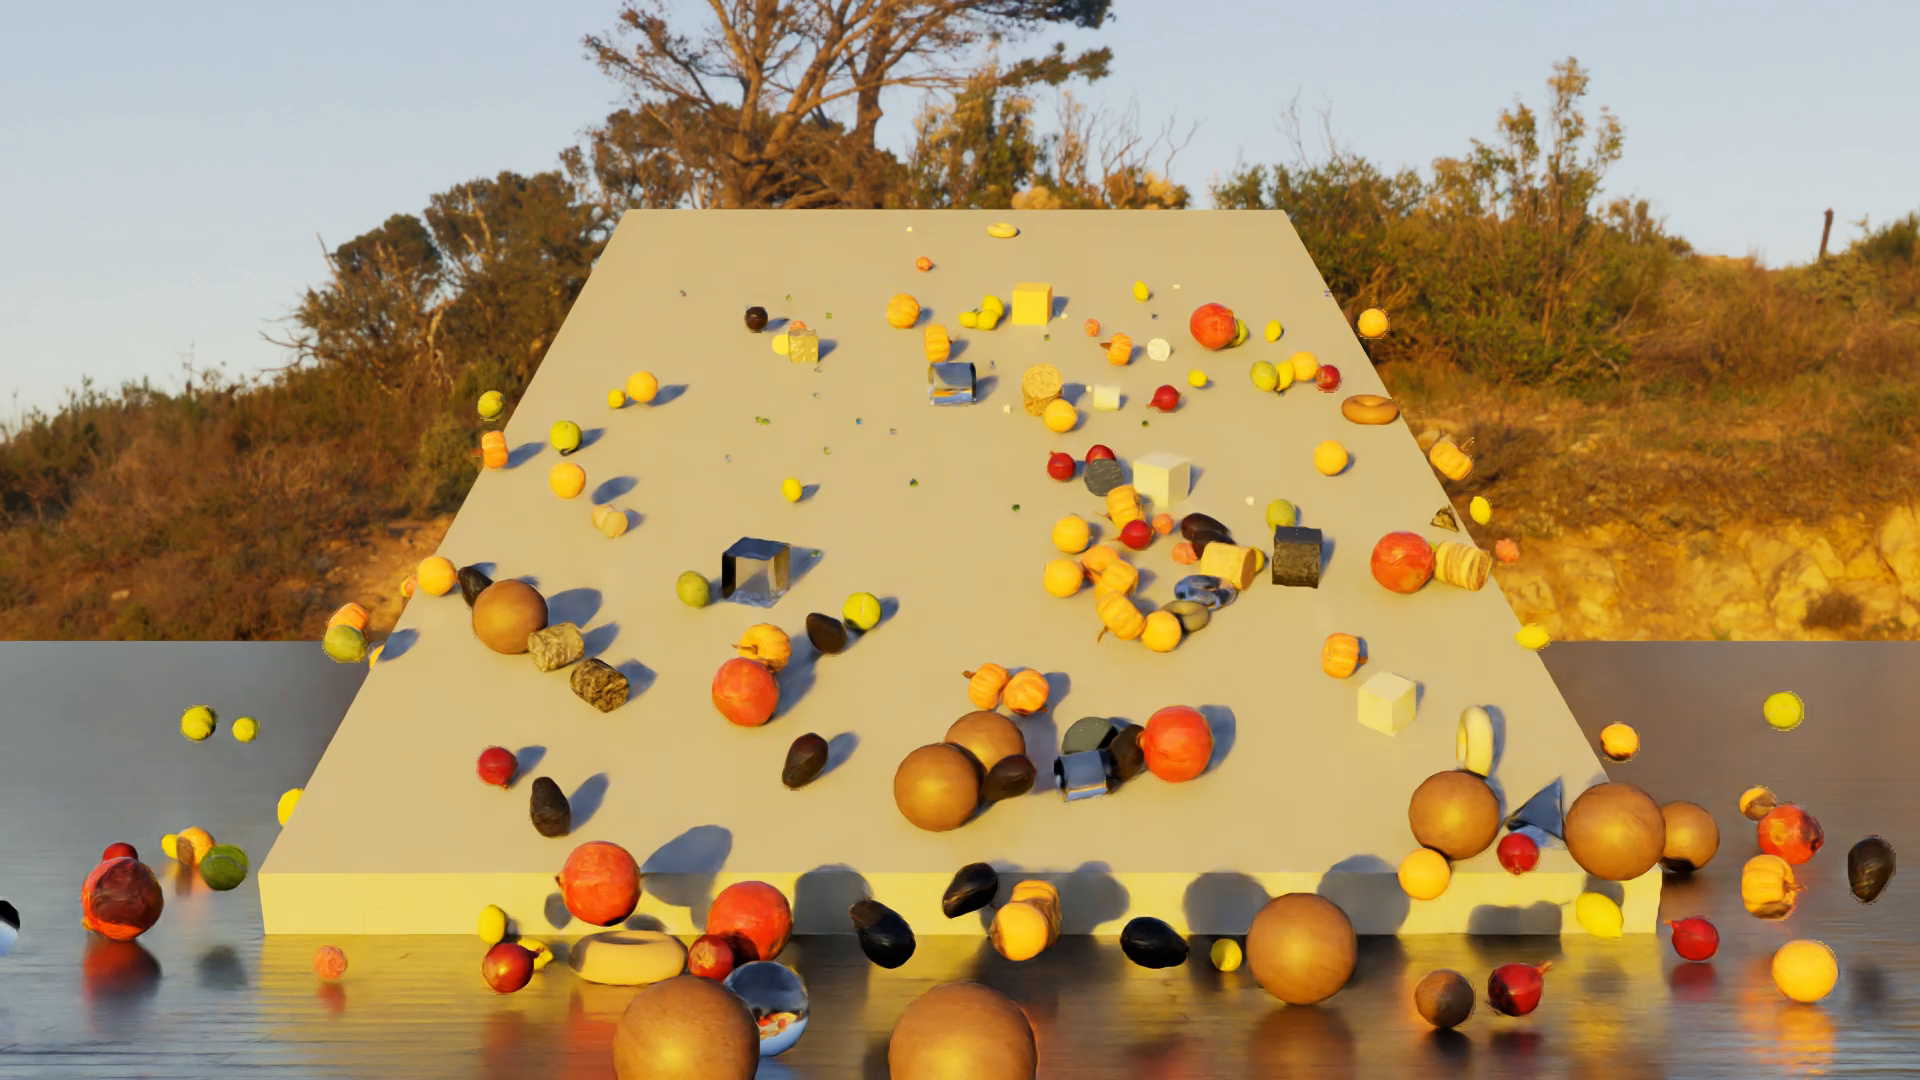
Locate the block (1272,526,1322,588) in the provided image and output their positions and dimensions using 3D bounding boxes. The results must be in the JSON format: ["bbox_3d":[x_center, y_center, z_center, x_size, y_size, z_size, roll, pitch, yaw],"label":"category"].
[{"bbox_3d":[0.627,0.031,4.264,0.085,0.085,0.085,4,22,10],"label":"block"}]

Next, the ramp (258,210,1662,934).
[{"bbox_3d":[-0.006,-0.219,5.139,2.000,0.100,4.000,0,22,0],"label":"ramp"}]

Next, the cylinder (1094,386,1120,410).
[{"bbox_3d":[0.333,-0.321,5.184,0.055,0.055,0.055,3,-2,7],"label":"cylinder"}]

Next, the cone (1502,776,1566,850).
[{"bbox_3d":[0.843,0.381,3.293,0.096,0.096,0.096,25,-16,7],"label":"cone"}]

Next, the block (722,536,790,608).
[{"bbox_3d":[-0.371,0.059,4.178,0.093,0.093,0.093,8,23,18],"label":"block"}]

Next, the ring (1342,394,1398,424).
[{"bbox_3d":[0.918,-0.292,5.134,0.128,0.043,0.128,1,21,0],"label":"ring"}]

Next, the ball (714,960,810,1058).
[{"bbox_3d":[-0.202,0.479,2.342,0.098,0.098,0.098,0,-2,0],"label":"ball"}]

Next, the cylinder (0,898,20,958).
[{"bbox_3d":[-1.239,0.475,2.860,0.088,0.088,0.088,18,8,33],"label":"cylinder"}]

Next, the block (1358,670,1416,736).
[{"bbox_3d":[0.688,0.262,3.690,0.066,0.066,0.066,23,41,39],"label":"block"}]

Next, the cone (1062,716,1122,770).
[{"bbox_3d":[0.194,0.325,3.582,0.095,0.095,0.095,1,-5,-12],"label":"cone"}]

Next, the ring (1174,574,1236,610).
[{"bbox_3d":[0.444,0.094,4.169,0.113,0.038,0.113,1,21,0],"label":"ring"}]

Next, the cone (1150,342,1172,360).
[{"bbox_3d":[0.476,-0.458,5.570,0.057,0.057,0.057,1,16,-20],"label":"cone"}]

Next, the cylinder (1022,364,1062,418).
[{"bbox_3d":[0.184,-0.333,5.102,0.089,0.089,0.089,0,-26,3],"label":"cylinder"}]

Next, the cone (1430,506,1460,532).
[{"bbox_3d":[0.963,-0.031,4.503,0.053,0.053,0.053,46,22,25],"label":"cone"}]

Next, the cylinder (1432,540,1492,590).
[{"bbox_3d":[0.927,0.046,4.235,0.079,0.079,0.079,19,11,39],"label":"cylinder"}]

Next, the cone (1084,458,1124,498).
[{"bbox_3d":[0.288,-0.124,4.717,0.081,0.081,0.081,0,-5,-7],"label":"cone"}]

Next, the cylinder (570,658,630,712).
[{"bbox_3d":[-0.591,0.237,3.760,0.070,0.070,0.070,2,16,-41],"label":"cylinder"}]

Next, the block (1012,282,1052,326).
[{"bbox_3d":[0.185,-0.603,5.851,0.087,0.087,0.087,4,22,11],"label":"block"}]

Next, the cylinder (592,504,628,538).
[{"bbox_3d":[-0.684,-0.038,4.474,0.052,0.052,0.052,2,17,-37],"label":"cylinder"}]

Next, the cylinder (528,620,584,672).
[{"bbox_3d":[-0.686,0.181,3.893,0.070,0.070,0.070,-21,10,-33],"label":"cylinder"}]

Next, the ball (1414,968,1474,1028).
[{"bbox_3d":[0.532,0.503,2.518,0.064,0.064,0.064,0,-2,0],"label":"ball"}]

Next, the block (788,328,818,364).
[{"bbox_3d":[-0.379,-0.469,5.540,0.065,0.065,0.065,-4,22,-9],"label":"block"}]

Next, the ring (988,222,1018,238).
[{"bbox_3d":[0.123,-0.903,6.682,0.088,0.029,0.088,3,23,-1],"label":"ring"}]

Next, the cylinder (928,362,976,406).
[{"bbox_3d":[-0.018,-0.355,5.212,0.096,0.096,0.096,-3,-2,-11],"label":"cylinder"}]

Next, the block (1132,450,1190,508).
[{"bbox_3d":[0.409,-0.124,4.654,0.083,0.083,0.083,16,26,34],"label":"block"}]

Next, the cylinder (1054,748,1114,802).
[{"bbox_3d":[0.186,0.355,3.454,0.070,0.070,0.070,-10,0,-13],"label":"cylinder"}]

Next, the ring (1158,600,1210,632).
[{"bbox_3d":[0.397,0.136,4.072,0.094,0.031,0.094,-3,24,1],"label":"ring"}]

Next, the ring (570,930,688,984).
[{"bbox_3d":[-0.415,0.524,2.881,0.149,0.050,0.149,2,1,0],"label":"ring"}]
